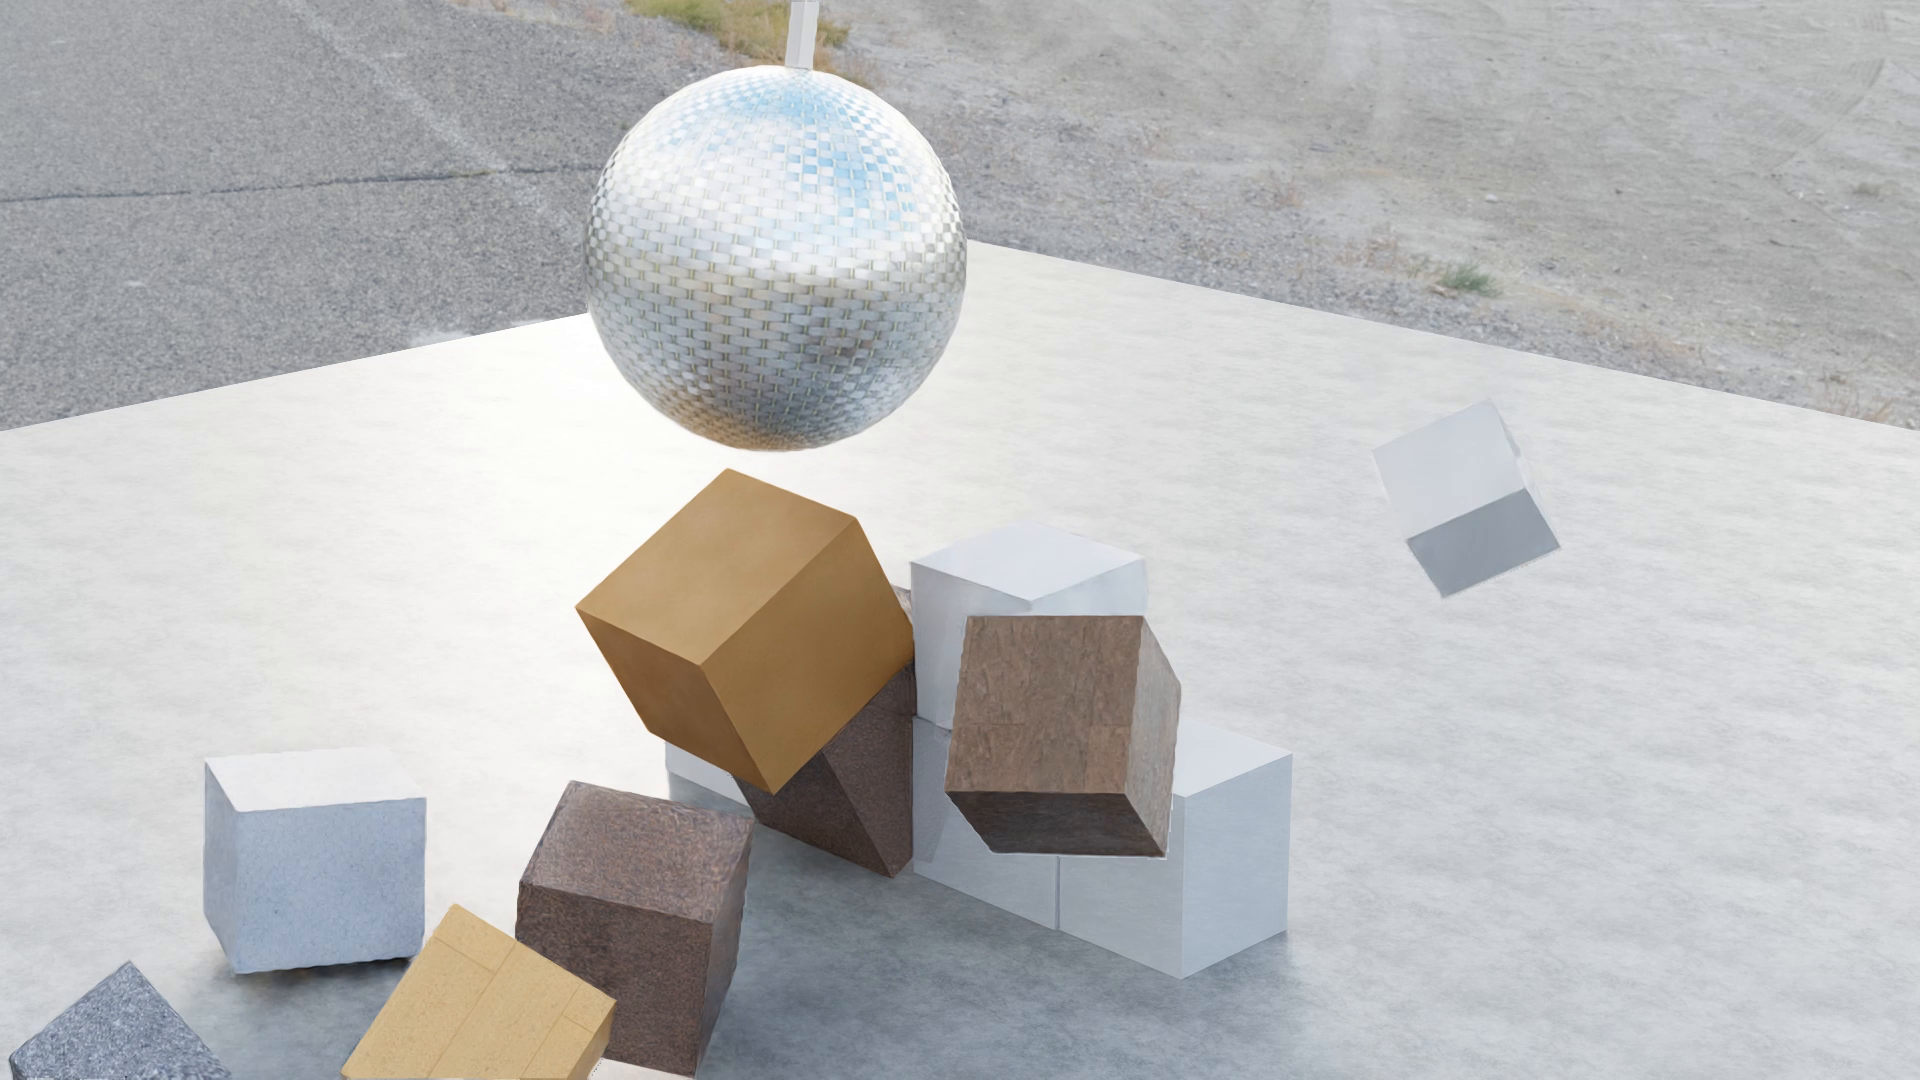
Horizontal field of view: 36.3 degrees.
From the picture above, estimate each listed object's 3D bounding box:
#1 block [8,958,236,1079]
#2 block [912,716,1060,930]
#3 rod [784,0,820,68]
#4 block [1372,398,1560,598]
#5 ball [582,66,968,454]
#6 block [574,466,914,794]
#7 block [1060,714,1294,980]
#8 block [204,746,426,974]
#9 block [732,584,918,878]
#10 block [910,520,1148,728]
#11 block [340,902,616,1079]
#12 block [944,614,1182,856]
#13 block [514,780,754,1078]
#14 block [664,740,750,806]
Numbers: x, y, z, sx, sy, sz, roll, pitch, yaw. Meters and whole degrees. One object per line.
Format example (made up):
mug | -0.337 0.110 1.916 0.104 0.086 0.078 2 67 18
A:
block | -2.997 1.949 10.524 0.522 0.594 0.475 -41 -7 -25
block | 0.376 1.174 13.336 0.778 0.763 0.887 -17 24 -42
rod | -0.332 -4.480 11.586 0.080 5.200 0.080 17 14 42
block | 2.108 -0.170 12.209 0.533 0.527 0.478 -25 53 14
ball | -0.766 -1.160 12.174 1.600 1.600 1.600 0 17 0
block | -0.939 0.391 13.090 0.921 0.808 0.983 21 56 44
block | 0.936 1.315 12.773 0.710 0.832 0.705 -17 24 -42
block | -2.780 1.359 12.603 0.792 0.712 0.729 -3 15 -25
block | -0.480 0.828 13.682 0.918 0.847 0.974 17 53 42
block | 0.314 0.435 13.096 0.710 0.750 0.767 -20 26 -39
block | -1.595 1.720 9.729 0.621 0.699 0.652 31 67 4
block | 0.406 0.749 11.175 0.688 0.710 0.680 -1 -26 18
block | -1.307 1.542 11.671 0.766 0.783 0.694 12 31 4
block | -0.902 0.738 14.531 0.803 0.878 0.815 -16 23 -41
